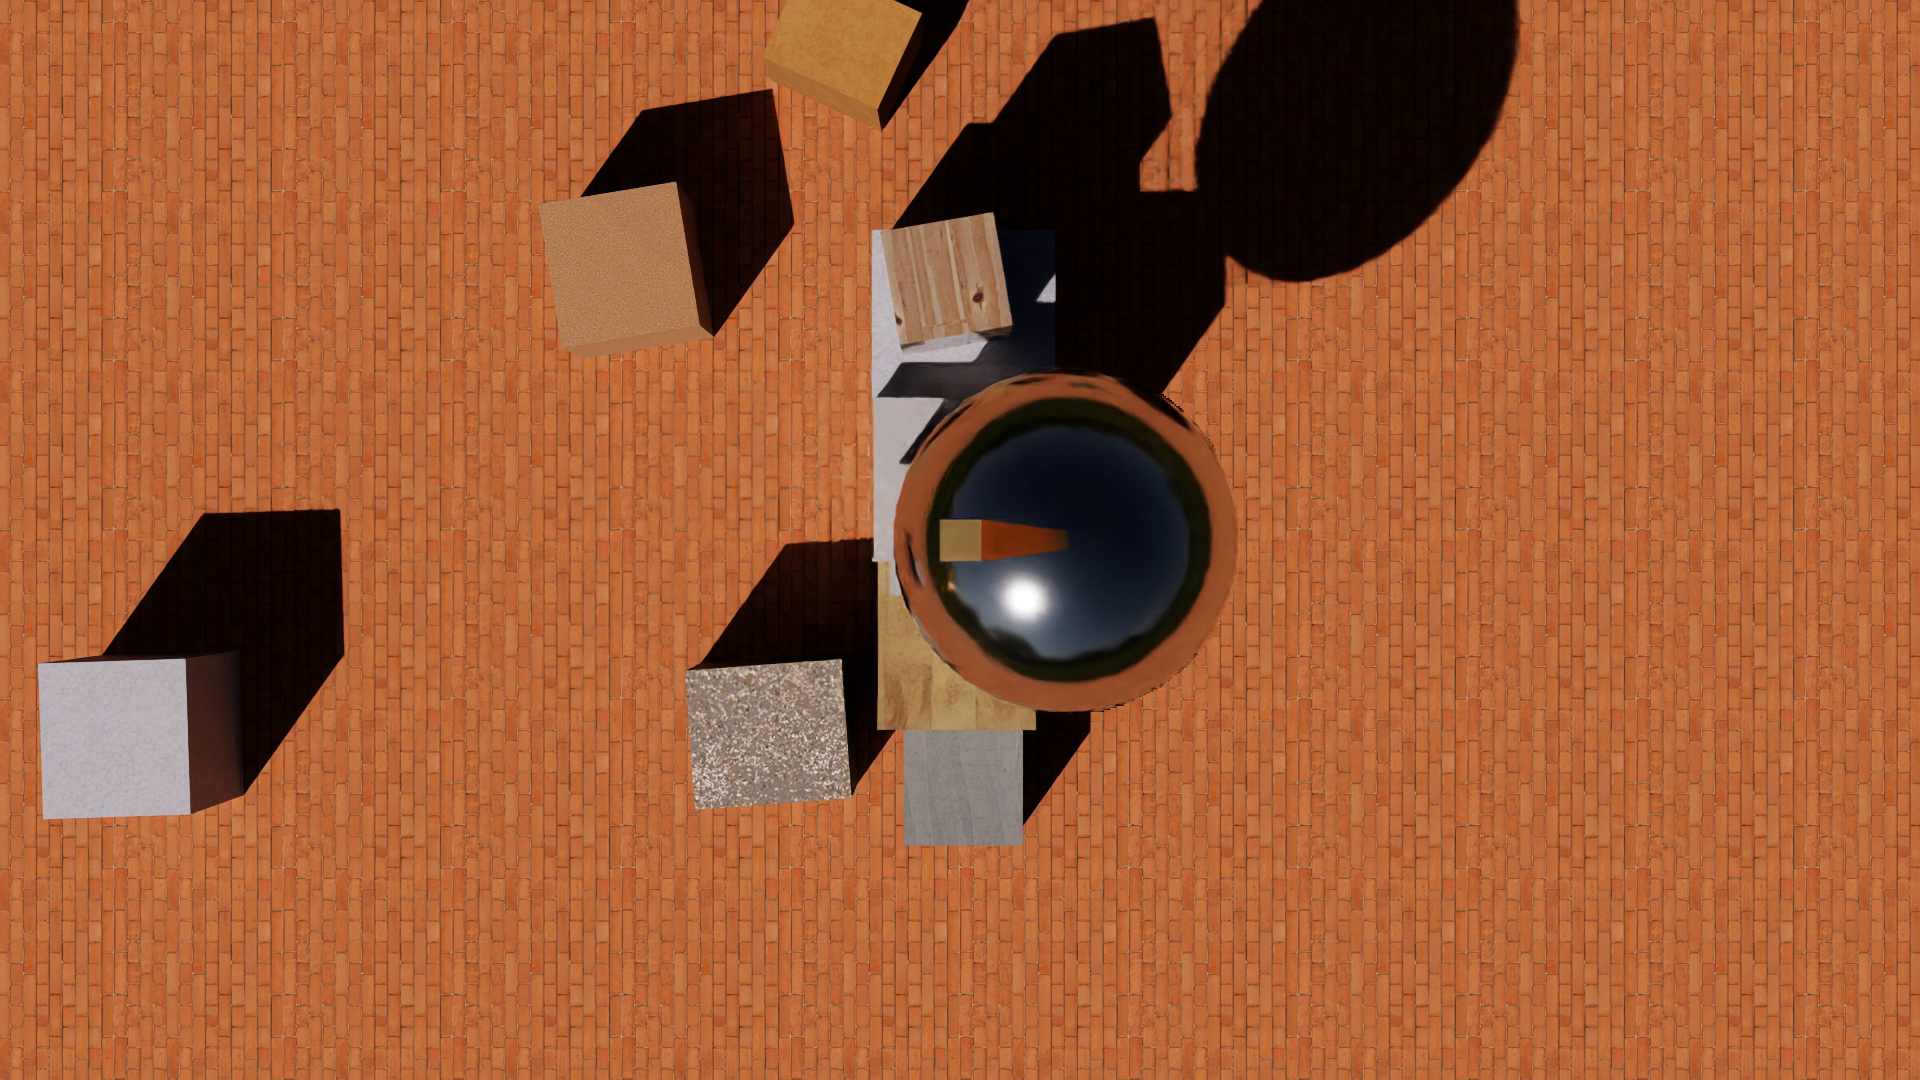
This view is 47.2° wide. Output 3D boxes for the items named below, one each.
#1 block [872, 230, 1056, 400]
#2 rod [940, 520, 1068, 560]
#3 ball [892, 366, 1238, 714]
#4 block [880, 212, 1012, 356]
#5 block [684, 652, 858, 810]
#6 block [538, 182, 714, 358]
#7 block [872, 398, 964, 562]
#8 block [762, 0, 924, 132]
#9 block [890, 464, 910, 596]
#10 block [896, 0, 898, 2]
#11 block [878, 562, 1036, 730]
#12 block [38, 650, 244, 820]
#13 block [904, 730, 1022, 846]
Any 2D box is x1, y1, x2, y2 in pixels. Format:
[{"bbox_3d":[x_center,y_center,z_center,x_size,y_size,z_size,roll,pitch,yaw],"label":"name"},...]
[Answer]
[{"bbox_3d":[0.020,-1.252,12.598,1.016,0.805,0.934,0,90,0],"label":"block"},{"bbox_3d":[0.210,0.000,6.804,0.080,5.200,0.080,0,90,5],"label":"rod"},{"bbox_3d":[0.485,0.000,10.193,1.600,1.600,1.600,0,90,0],"label":"ball"},{"bbox_3d":[-0.070,-1.370,11.857,0.600,0.676,0.602,-10,90,0],"label":"block"},{"bbox_3d":[-1.068,1.083,12.621,0.873,0.758,0.777,-4,90,0],"label":"block"},{"bbox_3d":[-1.905,-1.537,12.641,0.780,0.719,0.813,-9,90,0],"label":"block"},{"bbox_3d":[0.007,-0.327,12.483,0.963,1.035,0.894,0,90,0],"label":"block"},{"bbox_3d":[-0.663,-2.833,12.663,0.715,0.673,0.595,25,90,0],"label":"block"},{"bbox_3d":[0.010,-0.051,11.578,0.730,0.774,0.673,0,90,0],"label":"block"},{"bbox_3d":[-0.568,-3.444,12.741,0.574,0.518,0.572,24,90,0],"label":"block"},{"bbox_3d":[-0.017,0.577,12.495,0.866,1.010,0.915,0,90,0],"label":"block"},{"bbox_3d":[-4.653,1.094,12.549,0.810,0.901,0.857,-2,90,0],"label":"block"},{"bbox_3d":[0.018,1.386,12.683,0.671,0.633,0.663,0,90,0],"label":"block"}]
